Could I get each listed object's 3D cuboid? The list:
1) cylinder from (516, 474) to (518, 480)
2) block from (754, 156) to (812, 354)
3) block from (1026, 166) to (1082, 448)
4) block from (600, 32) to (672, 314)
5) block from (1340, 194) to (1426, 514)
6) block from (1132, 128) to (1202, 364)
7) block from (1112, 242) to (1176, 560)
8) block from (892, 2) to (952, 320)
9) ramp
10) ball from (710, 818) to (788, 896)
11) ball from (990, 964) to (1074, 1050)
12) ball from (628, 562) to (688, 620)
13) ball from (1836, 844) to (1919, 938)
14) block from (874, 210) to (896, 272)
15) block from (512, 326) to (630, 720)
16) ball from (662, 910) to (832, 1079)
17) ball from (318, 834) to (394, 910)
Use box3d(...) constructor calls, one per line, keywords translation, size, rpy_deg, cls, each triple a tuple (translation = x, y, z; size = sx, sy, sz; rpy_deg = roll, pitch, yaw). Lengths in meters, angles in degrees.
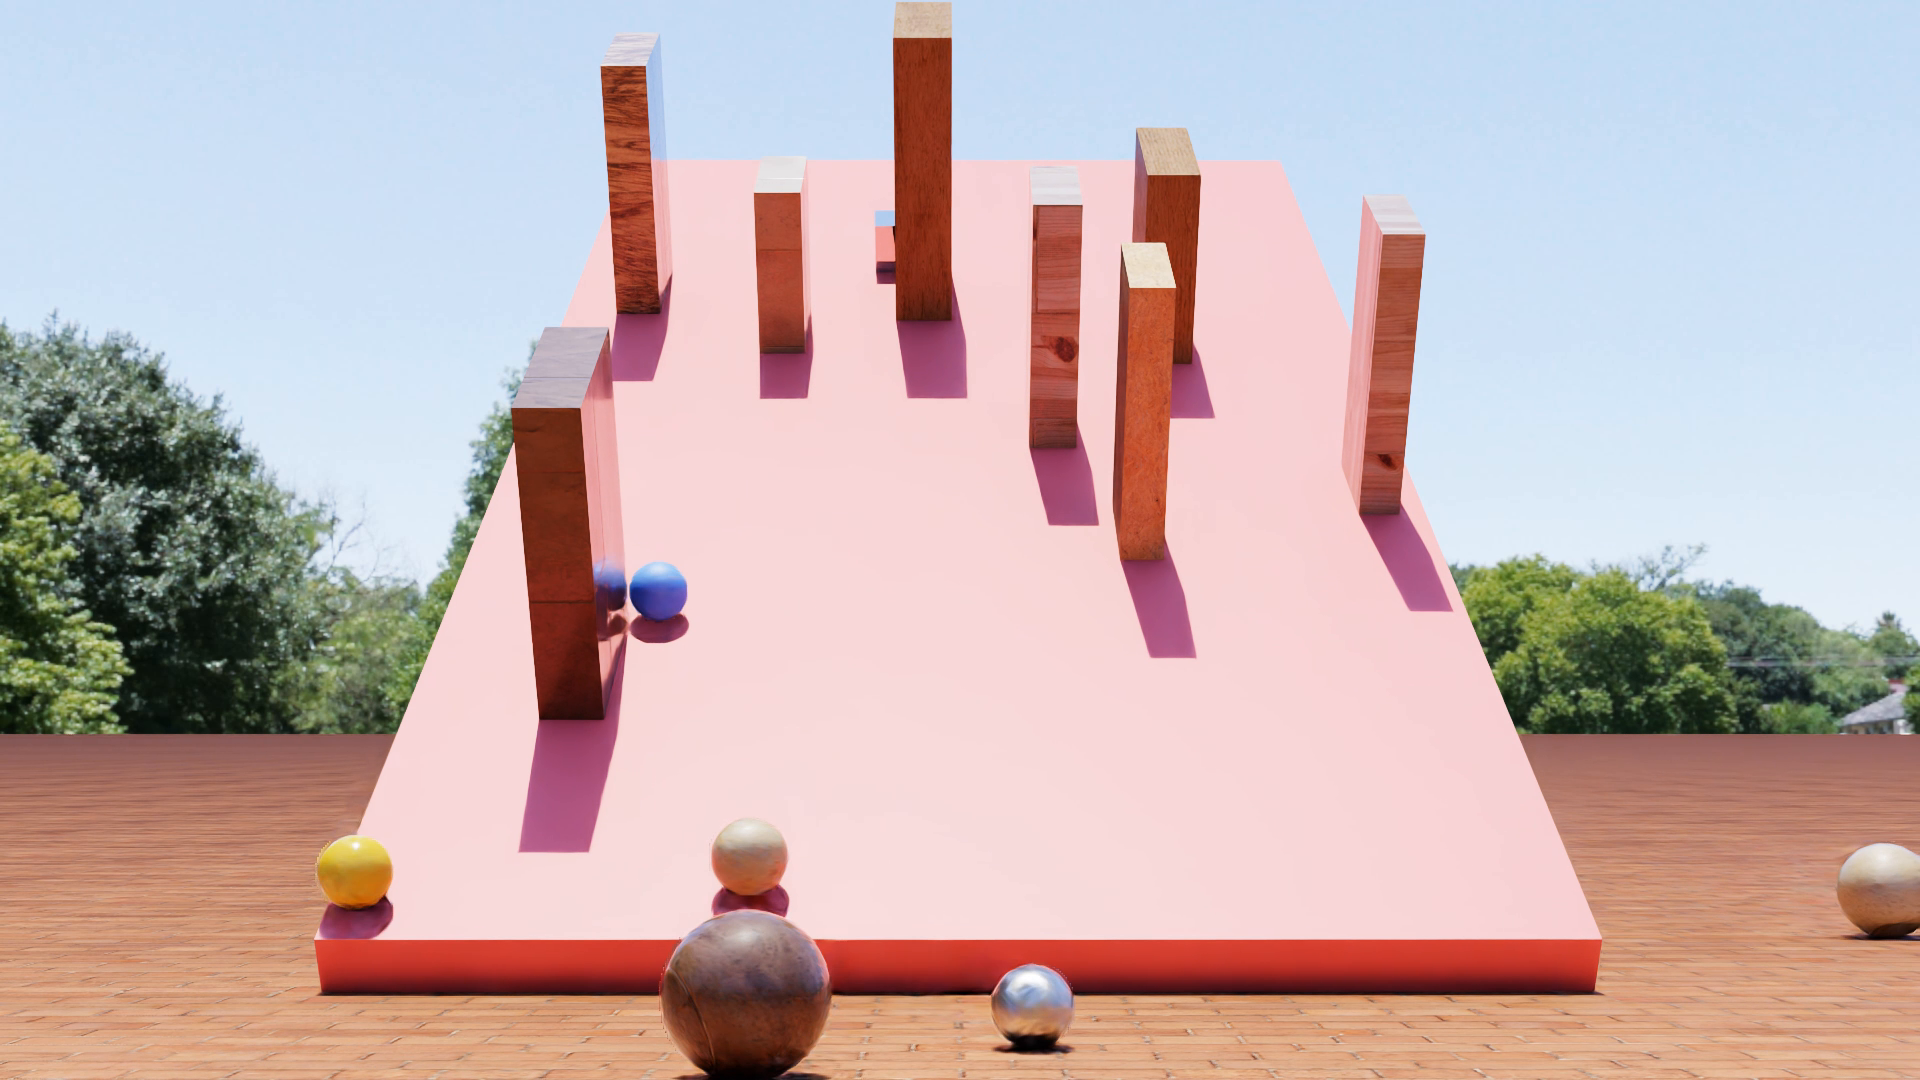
box3d(translation=(-0.848, -0.144, 5.043), size=(0.138, 0.138, 0.138), rpy_deg=(-3, 22, 33), cls="cylinder")
box3d(translation=(-0.439, -0.711, 5.873), size=(0.113, 0.413, 0.290), rpy_deg=(0, 27, 0), cls="block")
box3d(translation=(0.209, -0.524, 5.324), size=(0.107, 0.573, 0.270), rpy_deg=(0, 27, 0), cls="block")
box3d(translation=(-0.826, -0.942, 6.073), size=(0.111, 0.647, 0.320), rpy_deg=(0, 27, 0), cls="block")
box3d(translation=(0.891, -0.390, 5.000), size=(0.087, 0.626, 0.253), rpy_deg=(0, 27, 0), cls="block")
box3d(translation=(0.504, -0.731, 5.844), size=(0.126, 0.480, 0.386), rpy_deg=(0, 27, 0), cls="block")
box3d(translation=(0.372, -0.282, 4.819), size=(0.089, 0.590, 0.260), rpy_deg=(0, 27, 0), cls="block")
box3d(translation=(-0.093, -0.967, 6.033), size=(0.142, 0.730, 0.357), rpy_deg=(0, 27, 0), cls="block")
box3d(translation=(-0.010, -0.228, 5.482), size=(2.000, 0.100, 4.000), rpy_deg=(0, 27, 0), cls="ramp")
box3d(translation=(-0.335, 0.504, 3.762), size=(0.124, 0.124, 0.124), rpy_deg=(0, -5, 0), cls="ball")
box3d(translation=(0.094, 0.603, 3.059), size=(0.108, 0.108, 0.108), rpy_deg=(0, -5, 0), cls="ball")
box3d(translation=(-0.584, 0.099, 4.583), size=(0.115, 0.115, 0.115), rpy_deg=(0, -5, 0), cls="ball")
box3d(translation=(1.831, 0.693, 4.674), size=(0.185, 0.185, 0.185), rpy_deg=(0, -5, 0), cls="ball")
box3d(translation=(-0.164, -0.807, 6.384), size=(0.130, 0.130, 0.130), rpy_deg=(-1, 26, -2), cls="block")
box3d(translation=(-0.700, -0.033, 4.291), size=(0.117, 0.611, 0.374), rpy_deg=(0, 27, 0), cls="block")
box3d(translation=(-0.251, 0.535, 2.779), size=(0.200, 0.200, 0.200), rpy_deg=(0, -5, 0), cls="ball")
box3d(translation=(-0.953, 0.524, 3.727), size=(0.117, 0.117, 0.117), rpy_deg=(0, -5, 0), cls="ball")
